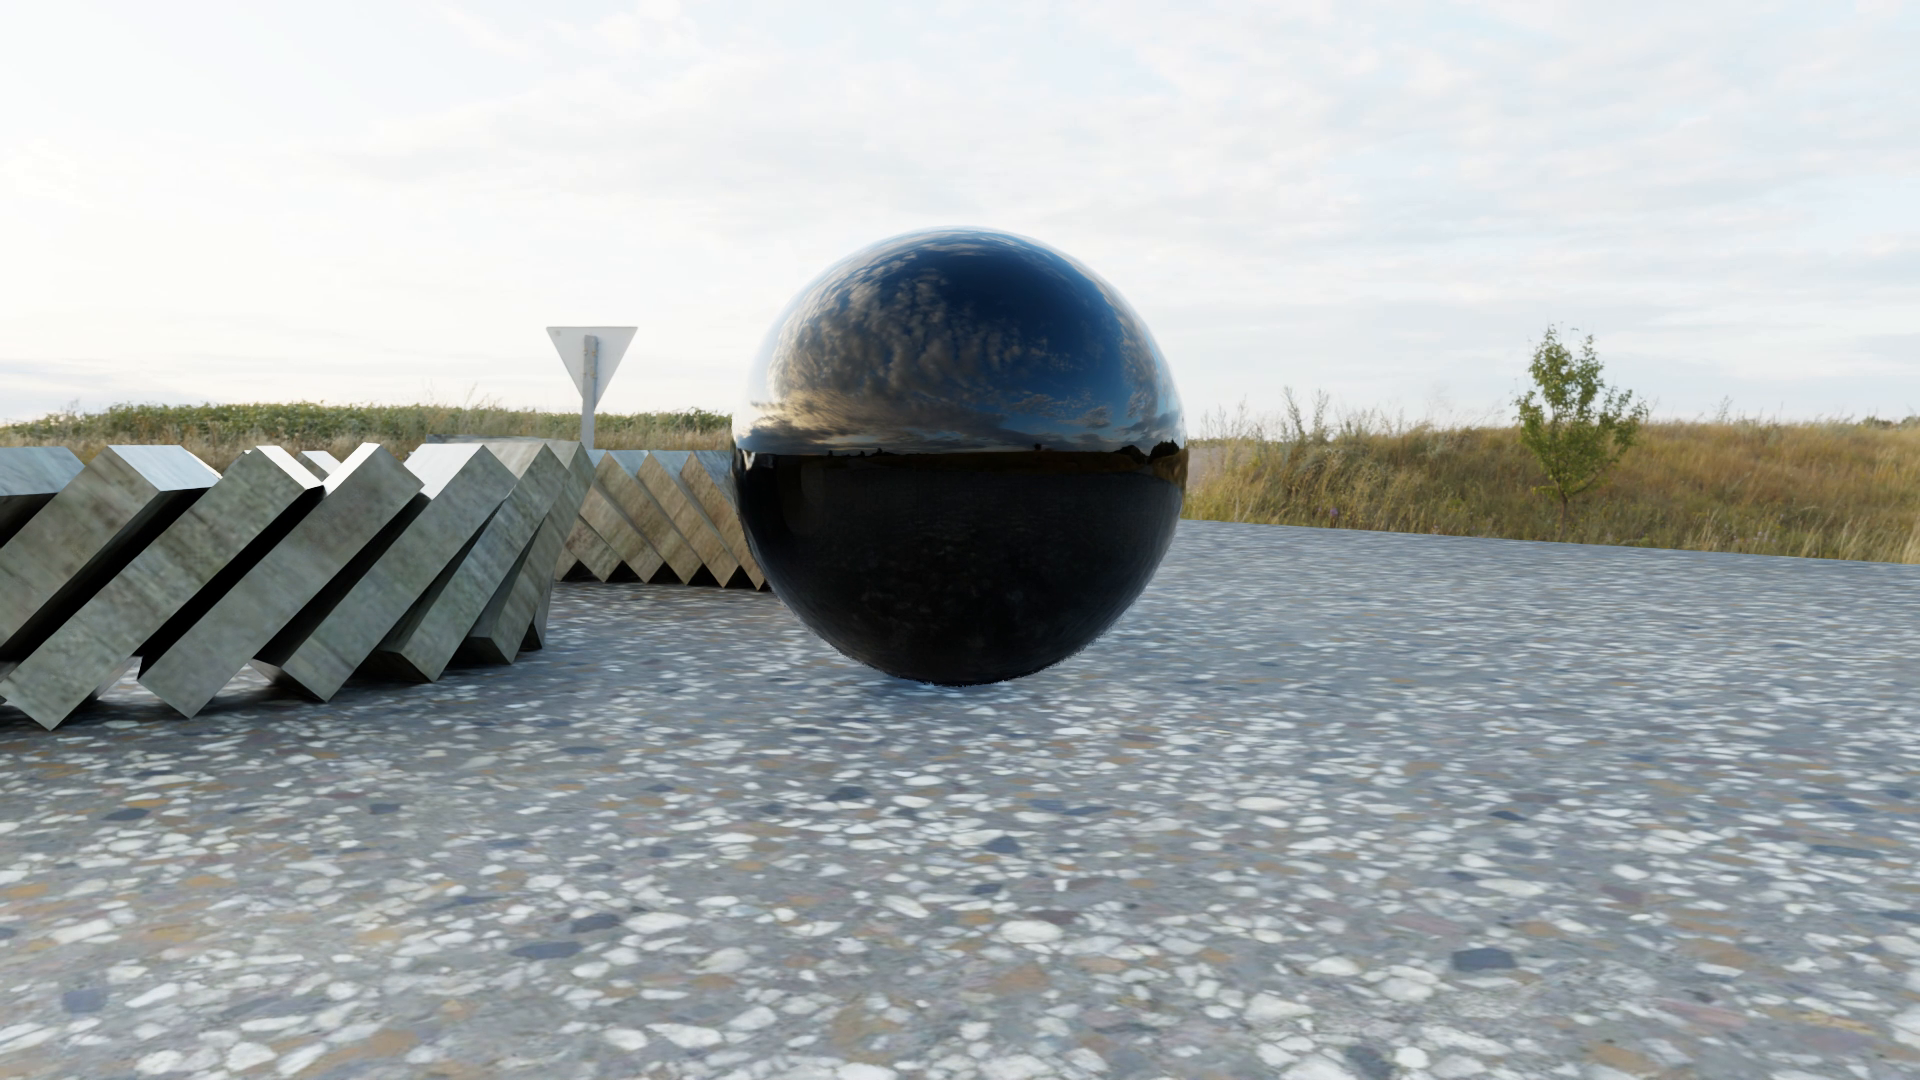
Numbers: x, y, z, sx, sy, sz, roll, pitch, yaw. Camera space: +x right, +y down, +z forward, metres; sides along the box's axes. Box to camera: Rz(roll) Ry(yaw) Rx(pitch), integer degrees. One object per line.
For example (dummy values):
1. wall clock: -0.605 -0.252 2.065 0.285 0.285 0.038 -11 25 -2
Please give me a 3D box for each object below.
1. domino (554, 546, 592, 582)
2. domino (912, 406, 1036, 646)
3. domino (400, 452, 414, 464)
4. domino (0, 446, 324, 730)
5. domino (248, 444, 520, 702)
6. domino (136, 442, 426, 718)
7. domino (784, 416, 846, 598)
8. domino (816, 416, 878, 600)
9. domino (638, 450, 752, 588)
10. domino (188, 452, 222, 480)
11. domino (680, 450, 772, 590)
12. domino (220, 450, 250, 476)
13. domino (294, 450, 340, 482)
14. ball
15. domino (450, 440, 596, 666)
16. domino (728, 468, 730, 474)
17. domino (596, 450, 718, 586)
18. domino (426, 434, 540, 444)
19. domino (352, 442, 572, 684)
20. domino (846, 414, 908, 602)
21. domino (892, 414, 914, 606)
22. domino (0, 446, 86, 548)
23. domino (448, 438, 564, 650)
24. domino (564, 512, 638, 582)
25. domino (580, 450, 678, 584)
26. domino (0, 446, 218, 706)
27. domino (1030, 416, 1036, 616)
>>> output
1. domino: -0.138 -0.008 0.408 0.050 0.010 0.025 41 8 2
2. domino: 0.003 -0.003 0.272 0.025 0.050 0.010 0 -14 -1
3. domino: -0.153 -0.008 0.407 0.050 0.010 0.025 41 4 -2
4. domino: -0.126 0.006 0.205 0.009 0.050 0.025 46 -12 -18
5. domino: -0.104 0.004 0.228 0.025 0.050 0.010 4 -38 44
6. domino: -0.113 0.005 0.214 0.010 0.050 0.025 48 -19 -25
7. domino: -0.033 -0.010 0.365 0.025 0.050 0.010 -3 -14 -38
8. domino: -0.023 -0.010 0.360 0.025 0.050 0.009 -3 -14 -37
9. domino: -0.075 -0.007 0.395 0.050 0.009 0.025 49 29 23
10. domino: -0.212 -0.006 0.383 0.050 0.009 0.025 44 -16 -24
11. domino: -0.061 -0.007 0.388 0.025 0.009 0.050 -4 47 -48
12. domino: -0.199 -0.007 0.392 0.050 0.010 0.025 43 -12 -19
13. domino: -0.184 -0.008 0.400 0.050 0.010 0.025 41 -4 -11
14. ball: 0.000 -0.014 0.226 0.080 0.080 0.080 0 4 0
15. domino: -0.095 0.001 0.261 0.025 0.050 0.009 2 -38 12
16. domino: -0.048 -0.007 0.381 0.025 0.009 0.050 2 43 -40
17. domino: -0.090 -0.008 0.402 0.050 0.009 0.025 47 23 18
18. domino: -0.108 -0.002 0.291 0.025 0.050 0.009 0 -37 -21
19. domino: -0.098 0.003 0.244 0.025 0.050 0.009 2 -39 28
20. domino: -0.014 -0.009 0.354 0.025 0.050 0.009 -3 -14 -36
21. domino: -0.003 -0.009 0.344 0.025 0.050 0.009 -1 -14 -18
22. domino: -0.155 0.007 0.191 0.050 0.010 0.025 -45 1 6
23. domino: -0.100 0.000 0.277 0.025 0.050 0.010 0 -37 -6
24. domino: -0.122 -0.008 0.407 0.050 0.010 0.025 42 12 7
25. domino: -0.106 -0.008 0.405 0.050 0.010 0.025 45 16 11
26. domino: -0.140 0.007 0.198 0.010 0.050 0.025 45 -4 -10
27. domino: 0.003 -0.004 0.282 0.025 0.050 0.009 0 -14 -1
